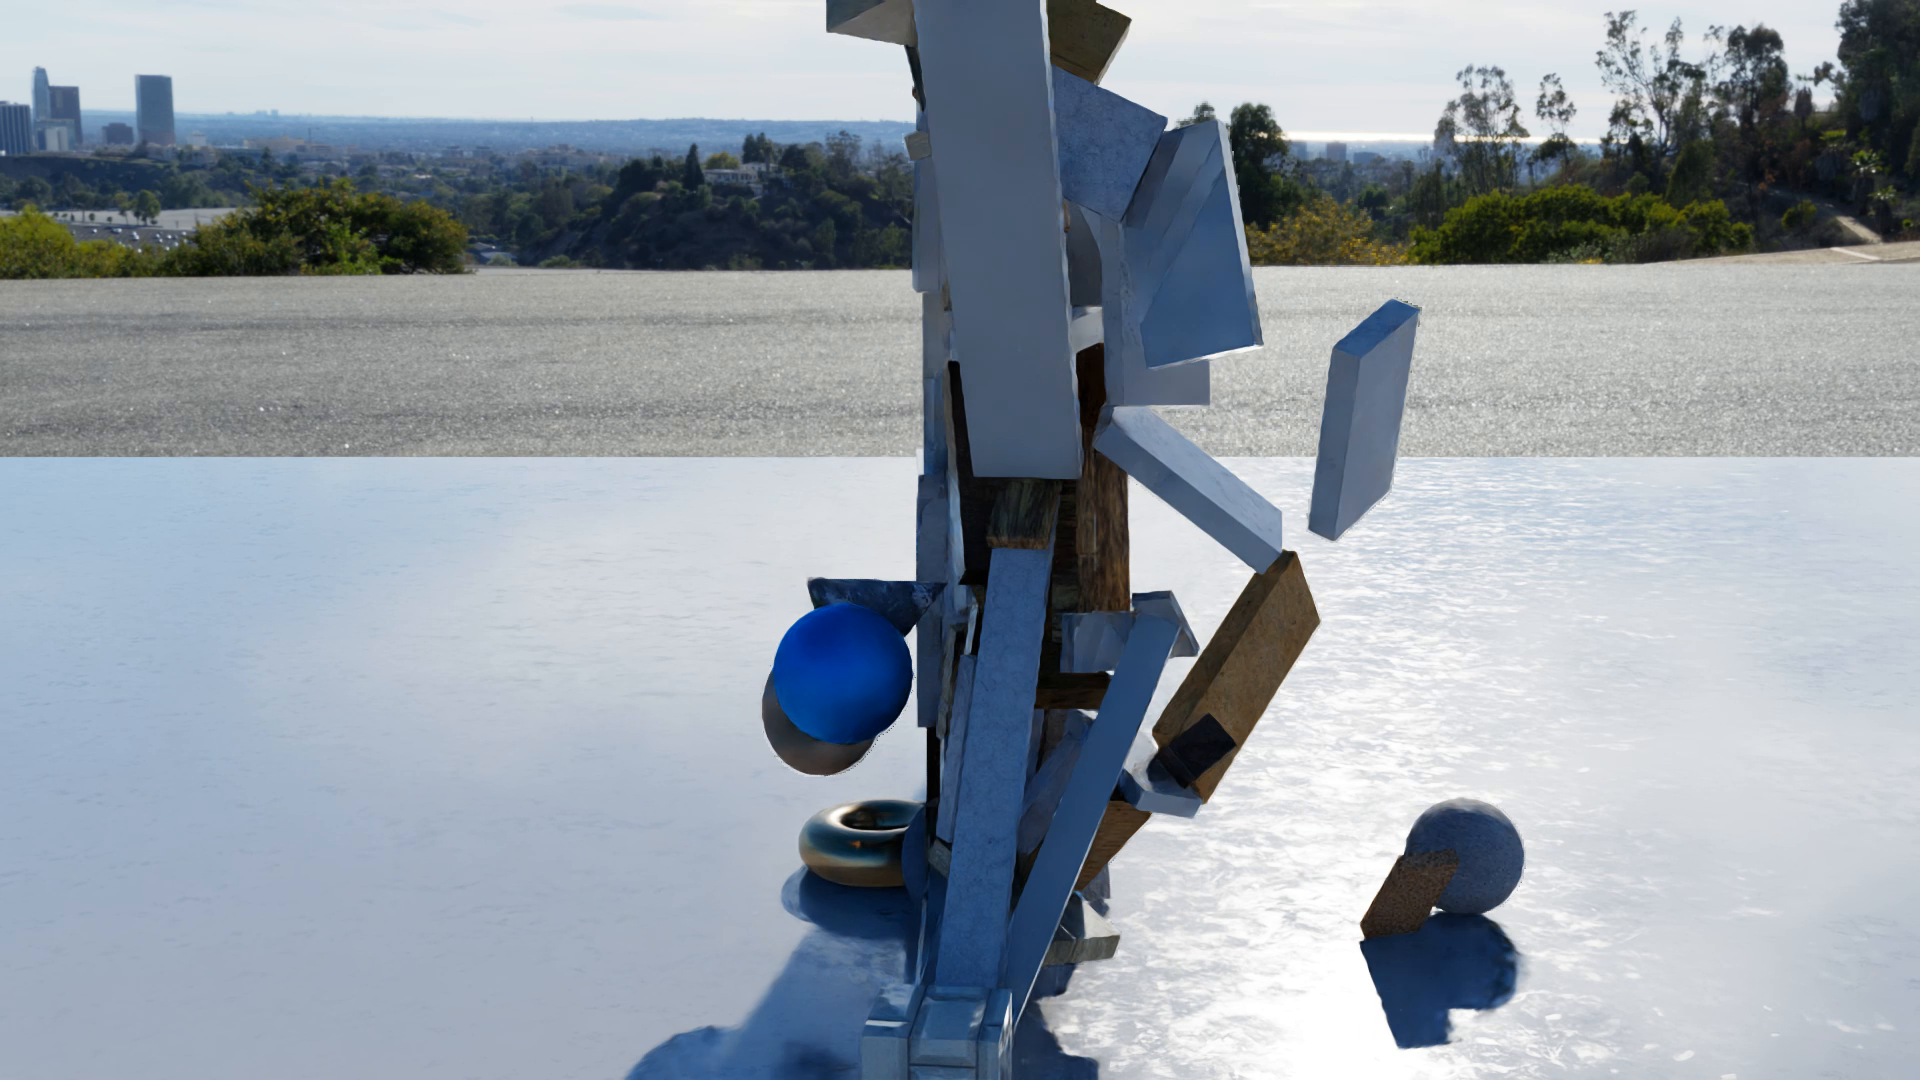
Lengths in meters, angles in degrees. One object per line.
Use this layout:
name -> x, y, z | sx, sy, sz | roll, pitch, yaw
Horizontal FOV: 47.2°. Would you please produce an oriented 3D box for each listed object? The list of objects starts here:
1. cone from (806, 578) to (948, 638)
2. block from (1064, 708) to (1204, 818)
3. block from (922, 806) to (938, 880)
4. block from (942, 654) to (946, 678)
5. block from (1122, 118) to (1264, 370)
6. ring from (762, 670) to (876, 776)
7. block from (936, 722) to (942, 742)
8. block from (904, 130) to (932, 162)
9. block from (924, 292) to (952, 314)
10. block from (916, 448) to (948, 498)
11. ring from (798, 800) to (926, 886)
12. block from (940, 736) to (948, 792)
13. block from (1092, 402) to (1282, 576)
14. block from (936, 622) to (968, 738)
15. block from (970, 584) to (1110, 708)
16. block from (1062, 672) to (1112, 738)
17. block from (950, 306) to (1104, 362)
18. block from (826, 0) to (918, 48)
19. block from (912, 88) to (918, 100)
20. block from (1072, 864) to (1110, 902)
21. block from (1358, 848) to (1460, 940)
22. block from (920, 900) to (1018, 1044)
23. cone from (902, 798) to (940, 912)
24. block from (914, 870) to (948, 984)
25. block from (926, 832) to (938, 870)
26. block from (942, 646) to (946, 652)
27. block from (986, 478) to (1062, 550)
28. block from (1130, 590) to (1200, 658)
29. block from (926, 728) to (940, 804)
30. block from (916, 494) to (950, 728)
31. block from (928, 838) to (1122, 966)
cone -> -0.106, 0.106, 3.398 | 0.197, 0.197, 0.197 | -25, 10, 3
block -> 0.247, 0.318, 3.146 | 0.108, 0.031, 0.216 | 13, 21, -33
block -> 0.002, 0.526, 3.433 | 0.109, 0.219, 0.031 | 1, -18, -9
block -> -0.001, 0.281, 3.986 | 0.057, 0.149, 0.016 | -1, 0, -11
block -> 0.308, -0.400, 2.994 | 0.155, 0.311, 0.044 | -11, -3, 23
ring -> -0.221, 0.264, 3.542 | 0.232, 0.232, 0.077 | 8, -5, 36
block -> 0.020, 0.354, 3.872 | 0.090, 0.026, 0.180 | -2, 10, -11
block -> 0.023, -0.657, 3.493 | 0.154, 0.044, 0.309 | -20, 10, -12
block -> 0.001, -0.452, 4.126 | 0.138, 0.039, 0.276 | 0, 10, 0
block -> -0.003, -0.126, 4.104 | 0.153, 0.043, 0.306 | 0, 11, -2
ring -> -0.137, 0.520, 3.793 | 0.285, 0.095, 0.285 | -1, 10, 0
block -> 0.025, 0.413, 3.433 | 0.109, 0.031, 0.219 | 10, 51, -13
block -> 0.333, -0.088, 3.188 | 0.310, 0.044, 0.155 | 37, 24, -8
block -> 0.020, 0.243, 3.824 | 0.099, 0.208, 0.028 | -5, 24, -27
block -> 0.118, 0.139, 3.274 | 0.139, 0.039, 0.277 | 2, 40, -22
block -> 0.158, 0.327, 3.605 | 0.124, 0.280, 0.035 | 25, -25, 7
block -> 0.115, -0.326, 3.460 | 0.178, 0.050, 0.356 | -1, 10, 15
block -> -0.028, -0.702, 2.820 | 0.152, 0.043, 0.304 | 1, -5, -34
block -> 0.076, -0.716, 3.841 | 0.169, 0.048, 0.338 | -19, 54, -27
block -> 0.195, 0.499, 3.618 | 0.095, 0.190, 0.027 | 0, -8, -32
block -> 0.698, 0.551, 3.419 | 0.095, 0.190, 0.027 | -4, 48, -19
block -> 0.022, 0.612, 3.095 | 0.142, 0.040, 0.283 | 18, 27, 1
cone -> -0.036, 0.550, 3.599 | 0.233, 0.233, 0.233 | -6, -15, -28
block -> 0.013, 0.596, 3.208 | 0.142, 0.040, 0.283 | 14, 27, -5
block -> -0.006, 0.514, 3.380 | 0.070, 0.020, 0.140 | 1, 51, -14
block -> 0.008, 0.202, 3.947 | 0.057, 0.016, 0.113 | 2, 10, -12
block -> 0.095, -0.062, 3.100 | 0.084, 0.024, 0.167 | 3, 53, 14
block -> 0.298, 0.123, 3.186 | 0.061, 0.121, 0.017 | -7, 42, 28
block -> 0.001, 0.370, 4.146 | 0.129, 0.258, 0.037 | 0, 11, 0
block -> -0.002, 0.129, 4.039 | 0.153, 0.431, 0.043 | 0, 9, -1
block -> 0.092, 0.523, 3.219 | 0.142, 0.040, 0.283 | 2, 23, -38
